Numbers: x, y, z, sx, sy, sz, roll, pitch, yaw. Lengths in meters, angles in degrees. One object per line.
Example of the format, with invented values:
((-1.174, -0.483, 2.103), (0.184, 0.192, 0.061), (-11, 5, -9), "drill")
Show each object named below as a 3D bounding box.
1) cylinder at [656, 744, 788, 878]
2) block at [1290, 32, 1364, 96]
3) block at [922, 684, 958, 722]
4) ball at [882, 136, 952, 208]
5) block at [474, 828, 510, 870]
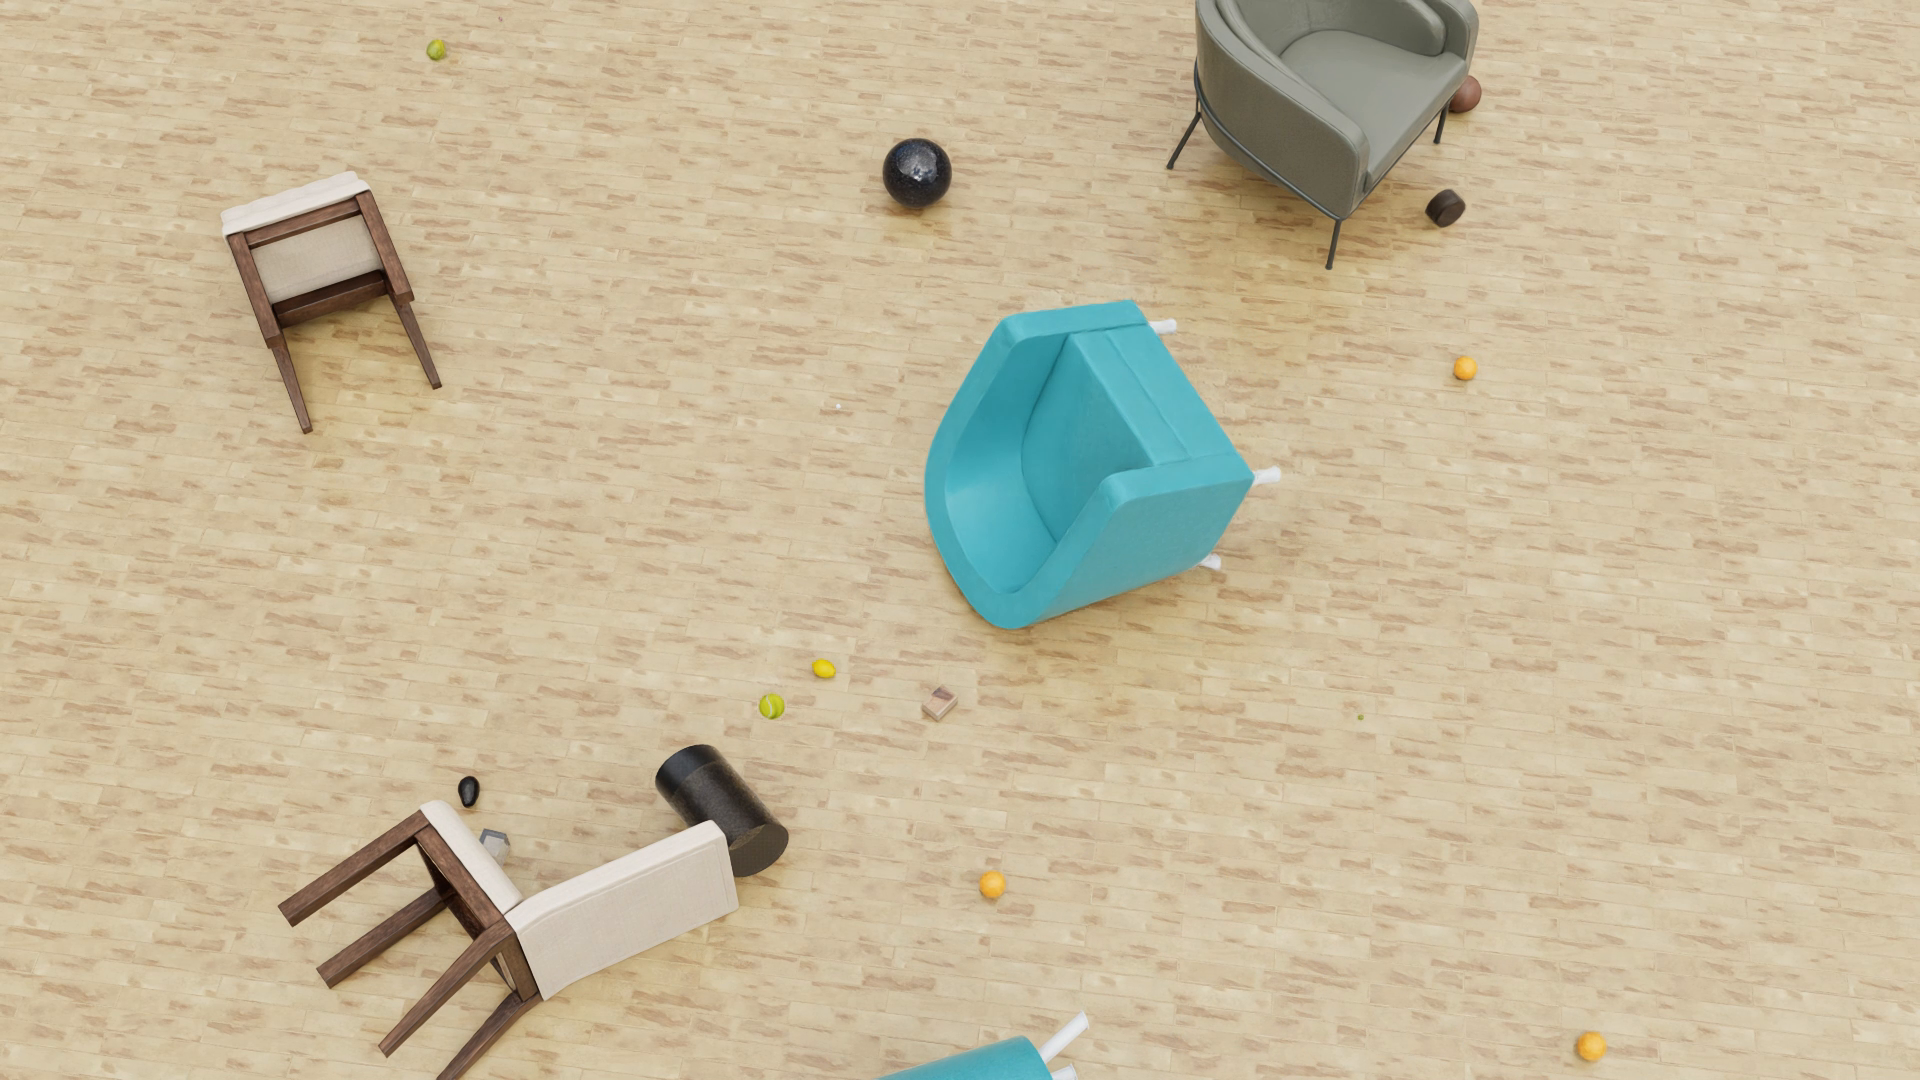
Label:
((-0.640, 0.728, 5.920), (0.191, 0.289, 0.308), (-45, 64, 1), "cylinder")
((1.269, -1.645, 7.611), (0.209, 0.111, 0.153), (-10, 57, -7), "block")
((-0.057, 0.464, 6.237), (0.060, 0.042, 0.085), (37, 64, 22), "block")
((-0.141, -1.209, 7.244), (0.234, 0.234, 0.234), (0, 56, 0), "ball")
((-1.268, 0.838, 5.966), (0.064, 0.077, 0.072), (12, 57, 8), "block")
